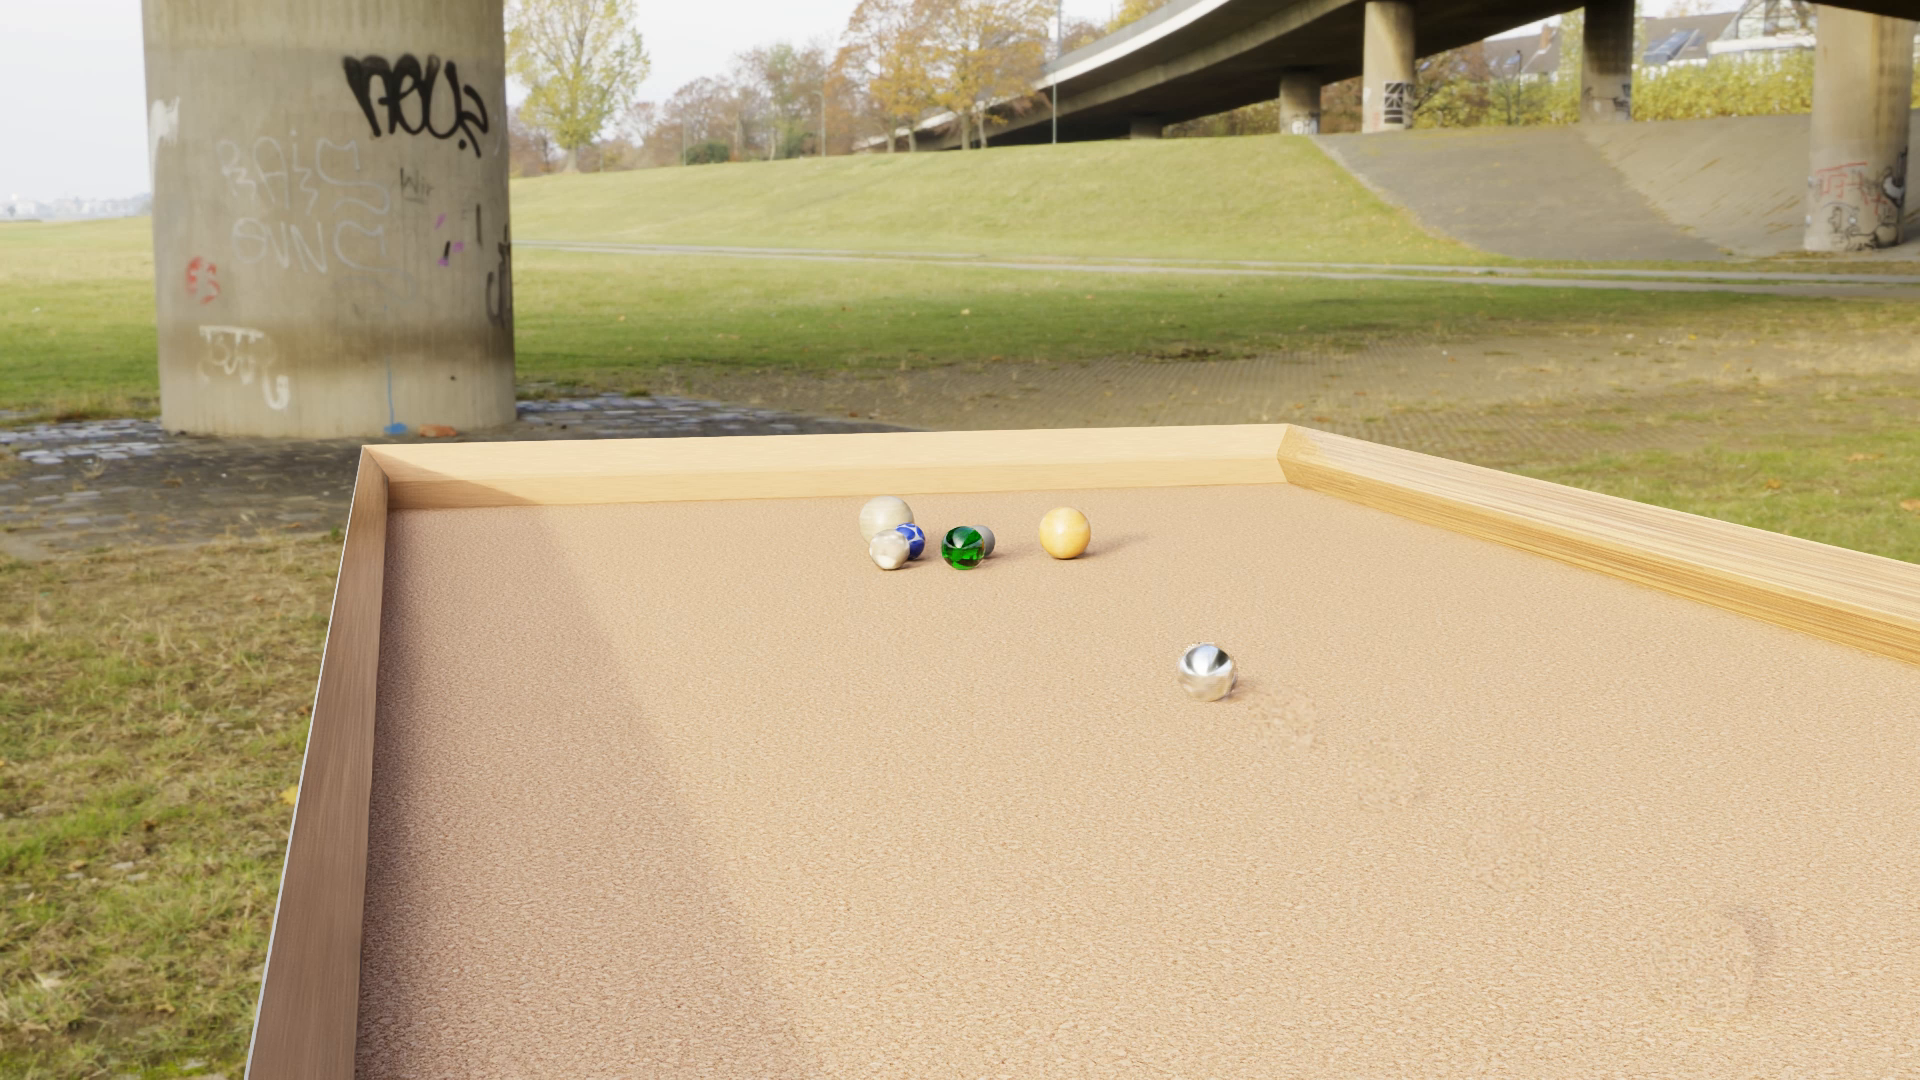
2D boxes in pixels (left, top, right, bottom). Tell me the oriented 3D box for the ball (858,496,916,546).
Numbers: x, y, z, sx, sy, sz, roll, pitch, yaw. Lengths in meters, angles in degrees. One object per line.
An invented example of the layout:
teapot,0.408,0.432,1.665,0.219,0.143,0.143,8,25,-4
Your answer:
ball,-0.118,-0.027,3.550,0.091,0.091,0.091,0,8,0

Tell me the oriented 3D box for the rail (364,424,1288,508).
rail,-0.209,-0.144,4.261,1.832,0.119,0.045,-2,8,-14

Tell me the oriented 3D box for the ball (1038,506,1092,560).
ball,0.166,-0.011,3.471,0.083,0.083,0.083,0,8,0

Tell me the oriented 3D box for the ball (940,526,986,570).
ball,0.005,0.012,3.362,0.068,0.068,0.068,0,8,0

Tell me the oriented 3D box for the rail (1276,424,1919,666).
rail,1.080,0.065,2.804,0.045,0.119,3.530,-2,8,-14

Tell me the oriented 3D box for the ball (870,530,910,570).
ball,-0.108,0.015,3.363,0.062,0.062,0.062,0,8,0

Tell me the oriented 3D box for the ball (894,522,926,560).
ball,-0.083,0.003,3.460,0.059,0.059,0.059,0,8,0

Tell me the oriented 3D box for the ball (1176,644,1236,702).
ball,0.272,0.147,2.432,0.064,0.064,0.064,0,8,0

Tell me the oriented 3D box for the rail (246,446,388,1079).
rail,-0.651,0.127,2.375,0.045,0.119,3.530,-2,8,-14

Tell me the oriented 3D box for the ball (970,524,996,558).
ball,0.030,0.003,3.480,0.053,0.053,0.053,0,8,0
